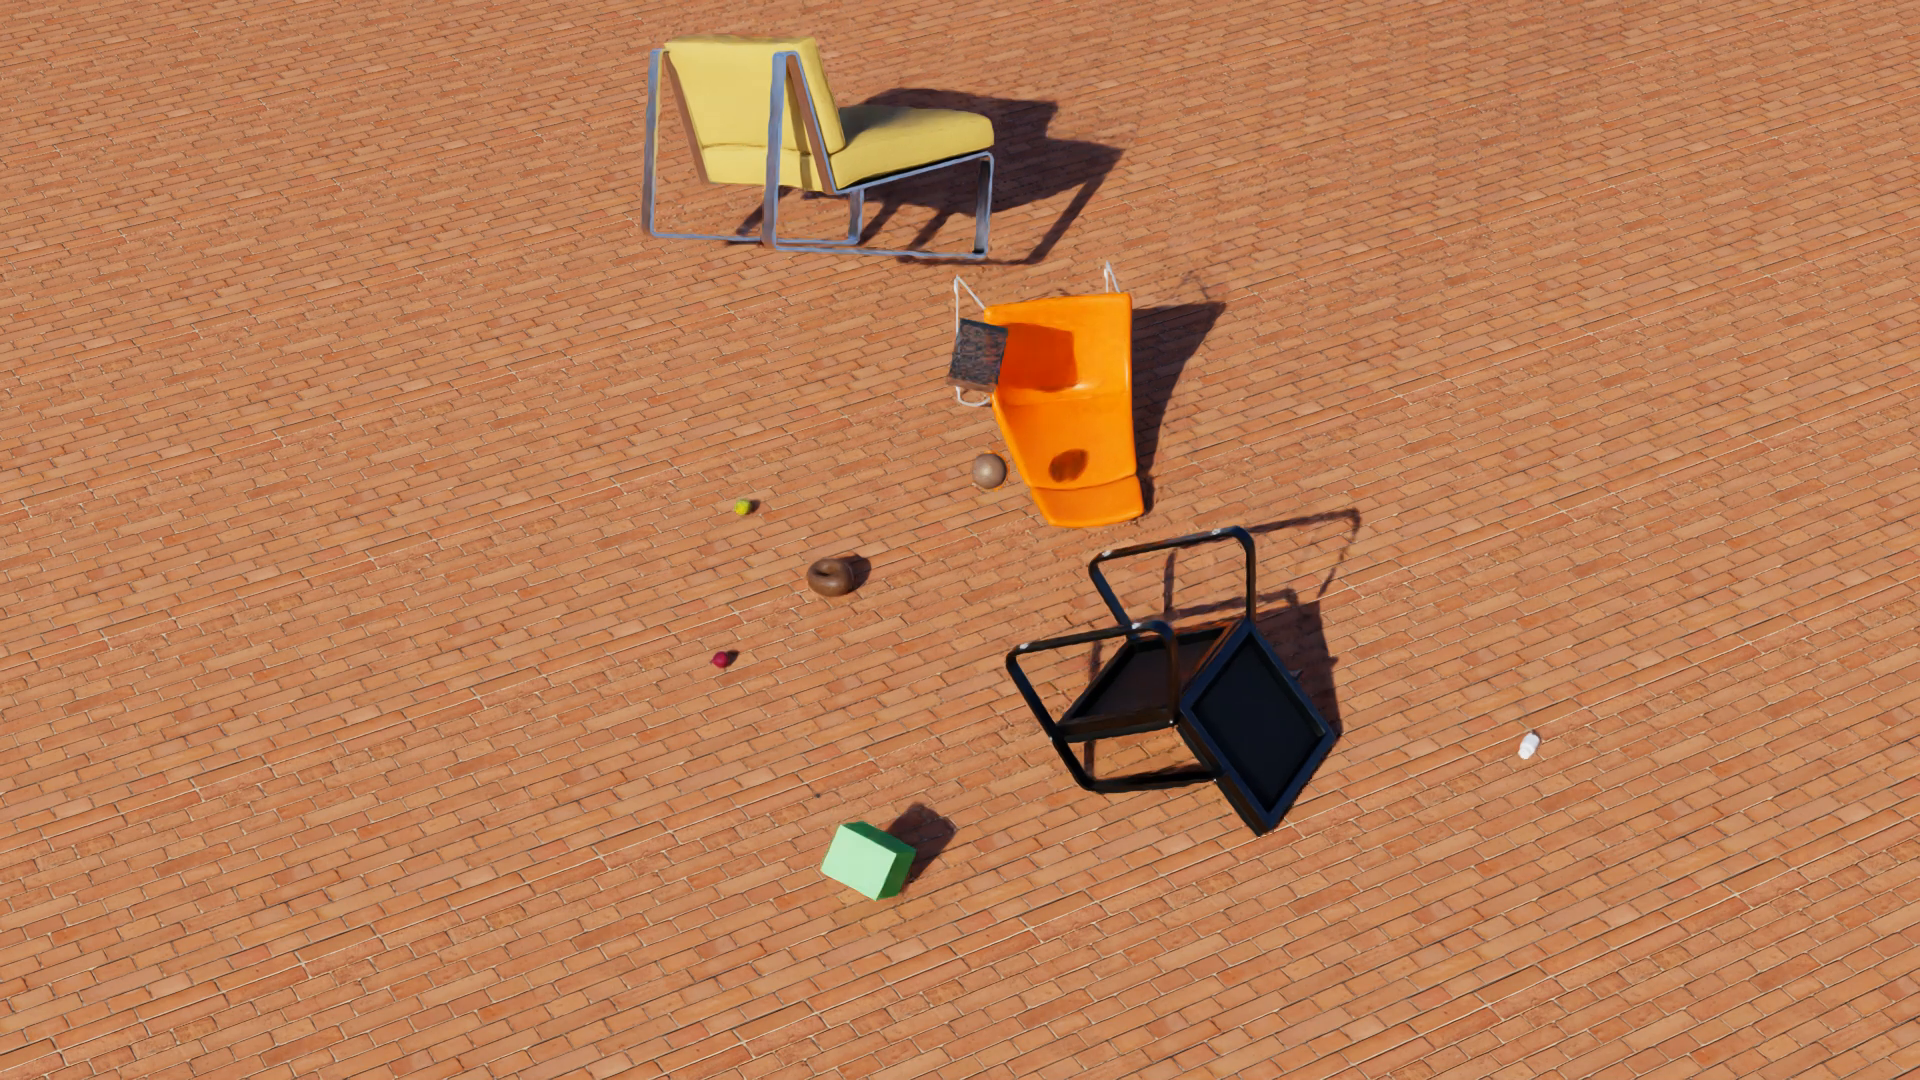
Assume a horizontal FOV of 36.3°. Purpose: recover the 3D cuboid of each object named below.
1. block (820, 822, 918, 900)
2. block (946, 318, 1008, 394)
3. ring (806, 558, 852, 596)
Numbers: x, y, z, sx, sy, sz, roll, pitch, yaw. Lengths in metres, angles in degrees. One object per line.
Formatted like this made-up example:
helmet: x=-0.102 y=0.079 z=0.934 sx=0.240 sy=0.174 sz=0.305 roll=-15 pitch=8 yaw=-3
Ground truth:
block: x=-0.283 y=1.000 z=9.150 sx=0.204 sy=0.160 sz=0.197 roll=25 pitch=6 yaw=18
block: x=0.064 y=-0.676 z=10.790 sx=0.180 sy=0.220 sz=0.218 roll=12 pitch=-4 yaw=-1
ring: x=-0.473 y=0.136 z=10.648 sx=0.157 sy=0.082 sz=0.213 roll=-32 pitch=32 yaw=-22
